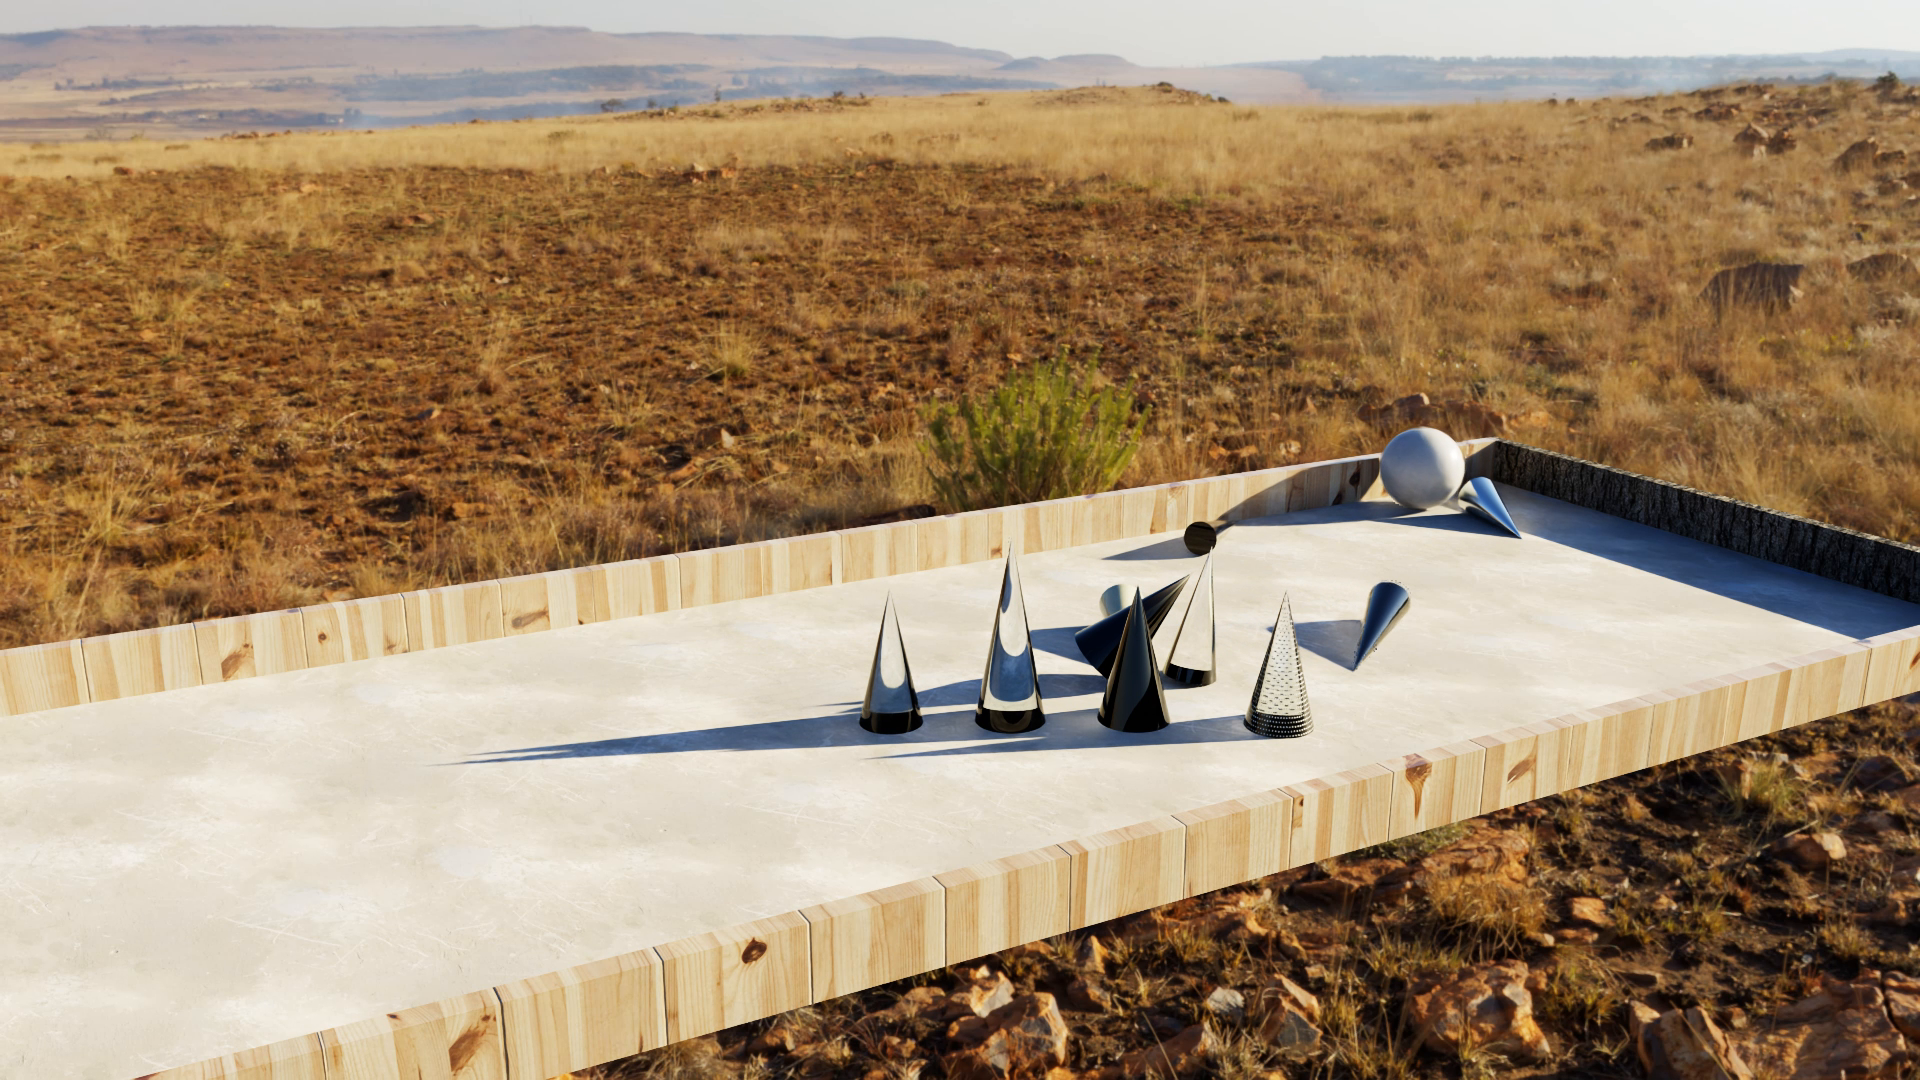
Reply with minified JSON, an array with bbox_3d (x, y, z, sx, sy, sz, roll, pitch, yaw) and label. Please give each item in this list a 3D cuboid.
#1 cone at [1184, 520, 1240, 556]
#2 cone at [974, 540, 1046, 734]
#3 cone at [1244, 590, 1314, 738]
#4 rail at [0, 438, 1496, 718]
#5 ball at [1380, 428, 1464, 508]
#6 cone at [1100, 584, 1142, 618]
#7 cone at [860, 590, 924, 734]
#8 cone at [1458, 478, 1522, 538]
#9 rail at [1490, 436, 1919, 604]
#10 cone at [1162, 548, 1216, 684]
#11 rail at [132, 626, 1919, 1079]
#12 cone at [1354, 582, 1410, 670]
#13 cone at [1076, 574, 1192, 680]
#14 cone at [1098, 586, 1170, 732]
[{"bbox_3d":[0.852,-0.036,5.383,0.108,0.108,0.447,8,11,25],"label":"cone"},{"bbox_3d":[0.119,0.208,3.843,0.168,0.454,0.168,0,16,0],"label":"cone"},{"bbox_3d":[0.749,0.273,3.829,0.164,0.337,0.164,0,16,0],"label":"cone"},{"bbox_3d":[-3.305,0.497,3.399,12.000,0.150,0.050,-9,18,-27],"label":"rail"},{"bbox_3d":[1.597,-0.249,5.701,0.282,0.282,0.282,0,16,0],"label":"ball"},{"bbox_3d":[0.437,0.263,4.352,0.123,0.123,0.409,1,25,2],"label":"cone"},{"bbox_3d":[-0.162,0.269,3.847,0.152,0.334,0.152,0,16,0],"label":"cone"},{"bbox_3d":[1.799,-0.078,5.503,0.134,0.134,0.332,-3,28,-10],"label":"cone"},{"bbox_3d":[2.466,-0.048,5.253,0.050,0.150,2.100,-9,18,-27],"label":"rail"},{"bbox_3d":[0.601,0.177,4.123,0.138,0.339,0.138,7,14,-2],"label":"cone"},{"bbox_3d":[-2.336,1.006,1.665,12.000,0.150,0.050,-9,18,-27],"label":"rail"},{"bbox_3d":[1.095,0.254,4.387,0.117,0.117,0.443,8,26,24],"label":"cone"},{"bbox_3d":[0.460,0.188,4.077,0.177,0.323,0.177,39,19,-16],"label":"cone"},{"bbox_3d":[0.412,0.262,3.866,0.173,0.337,0.173,0,16,0],"label":"cone"}]
